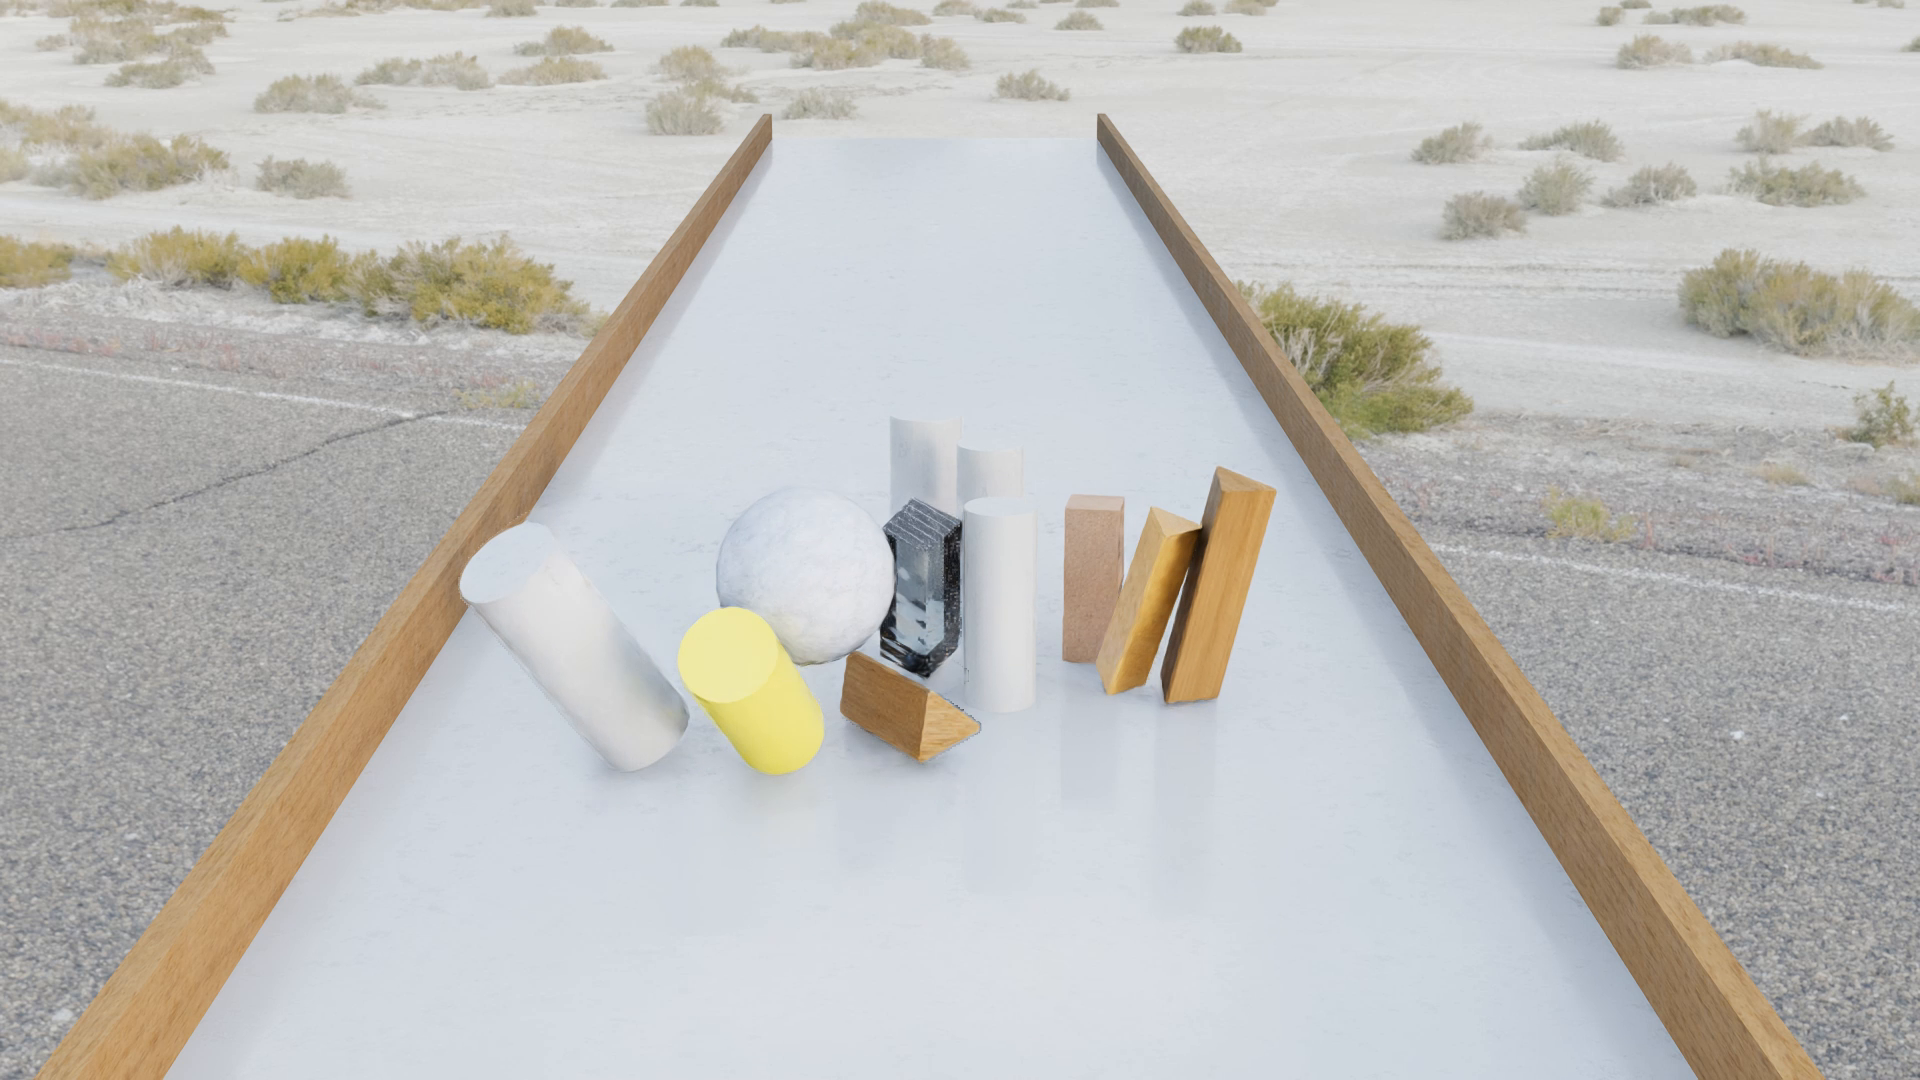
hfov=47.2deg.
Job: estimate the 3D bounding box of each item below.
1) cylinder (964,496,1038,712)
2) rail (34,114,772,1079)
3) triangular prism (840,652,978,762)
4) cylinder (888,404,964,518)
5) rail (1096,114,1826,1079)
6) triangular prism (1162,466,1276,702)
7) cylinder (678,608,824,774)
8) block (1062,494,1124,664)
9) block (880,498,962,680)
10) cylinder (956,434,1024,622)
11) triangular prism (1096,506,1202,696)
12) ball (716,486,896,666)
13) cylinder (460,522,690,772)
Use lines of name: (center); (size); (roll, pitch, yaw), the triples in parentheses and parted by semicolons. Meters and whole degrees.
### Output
cylinder: (0.076, 0.121, 4.147); (0.138, 0.384, 0.138); (0, 17, 0)
rail: (-1.118, -0.838, 7.780); (0.050, 0.150, 12.000); (0, 17, -1)
triangular prism: (-0.111, 0.278, 3.954); (0.126, 0.109, 0.322); (-28, 23, -21)
cylinder: (-0.074, -0.098, 4.892); (0.165, 0.379, 0.165); (0, 17, 0)
rail: (0.932, -0.844, 7.801); (0.050, 0.150, 12.000); (0, 17, -1)
triangular prism: (0.460, 0.083, 4.135); (0.123, 0.440, 0.107); (-2, 28, -31)
cylinder: (-0.346, 0.259, 3.705); (0.163, 0.163, 0.383); (3, -23, 10)
block: (0.268, 0.078, 4.404); (0.108, 0.319, 0.108); (3, 17, 9)
block: (-0.077, 0.097, 4.240); (0.111, 0.344, 0.111); (26, 49, 24)
cylinder: (0.064, -0.021, 4.631); (0.142, 0.379, 0.142); (0, 17, 0)
triangular prism: (0.341, 0.112, 4.181); (0.102, 0.369, 0.089); (-13, 42, -41)
ball: (-0.268, 0.063, 3.820); (0.312, 0.312, 0.312); (0, 17, 0)
cylinder: (-0.653, 0.188, 3.767); (0.178, 0.450, 0.178); (-19, 39, 17)
